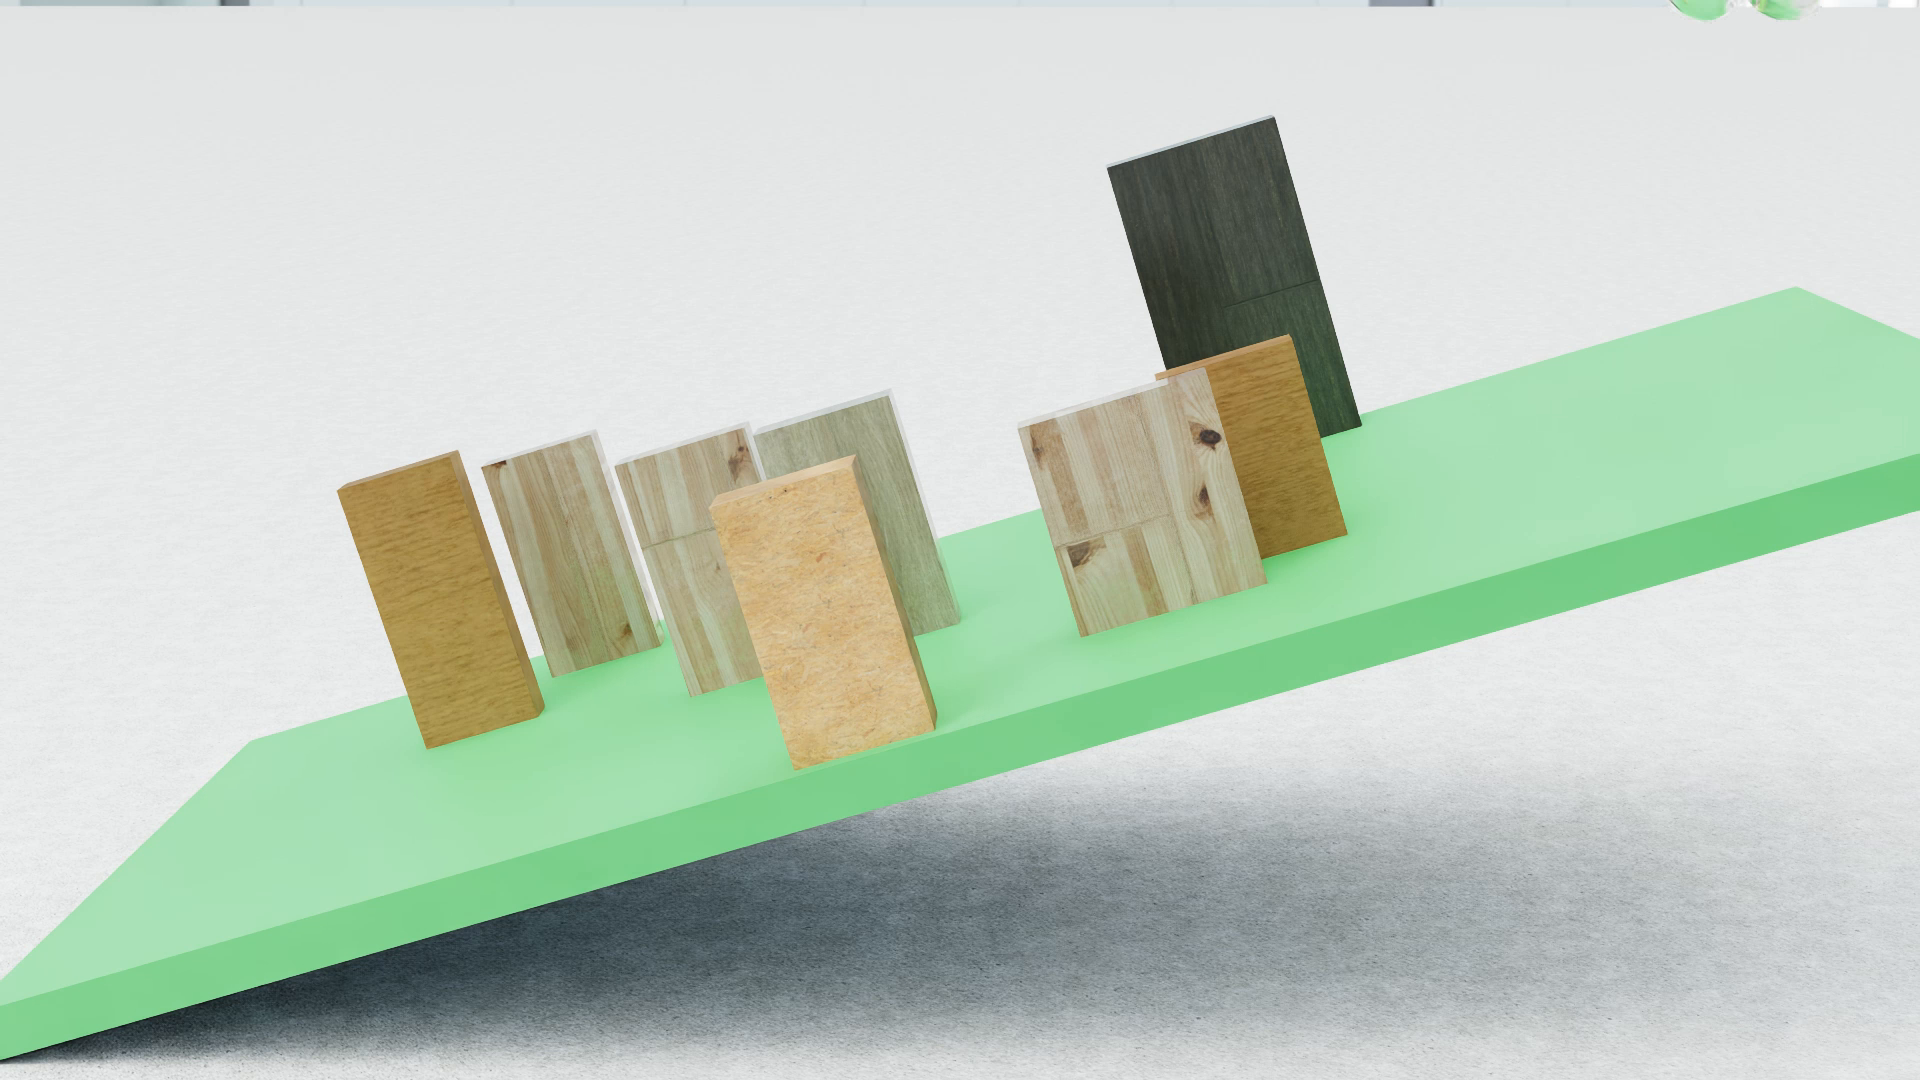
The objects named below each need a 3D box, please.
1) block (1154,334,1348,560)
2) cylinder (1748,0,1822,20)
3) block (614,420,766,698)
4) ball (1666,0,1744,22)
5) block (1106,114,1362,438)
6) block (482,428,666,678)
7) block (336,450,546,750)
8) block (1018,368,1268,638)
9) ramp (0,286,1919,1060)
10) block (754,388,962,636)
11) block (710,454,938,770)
[{"bbox_3d":[0.589,-0.174,5.957,0.283,0.412,0.095,-16,10,5],"label":"block"},{"bbox_3d":[1.759,-1.219,6.201,0.174,0.174,0.174,-2,-32,-8],"label":"cylinder"},{"bbox_3d":[-0.516,0.041,6.317,0.292,0.527,0.093,-16,10,5],"label":"block"},{"bbox_3d":[1.437,-1.087,5.662,0.176,0.176,0.176,0,11,0],"label":"ball"},{"bbox_3d":[0.657,-0.587,7.054,0.412,0.768,0.110,-16,10,5],"label":"block"},{"bbox_3d":[-0.921,0.032,7.027,0.274,0.534,0.090,-16,10,5],"label":"block"},{"bbox_3d":[-1.167,0.135,6.631,0.267,0.621,0.098,-16,10,5],"label":"block"},{"bbox_3d":[0.356,-0.073,5.745,0.380,0.432,0.087,-16,10,5],"label":"block"},{"bbox_3d":[0.094,0.185,6.316,4.000,0.100,2.000,-16,10,5],"label":"ramp"},{"bbox_3d":[-0.216,-0.031,6.254,0.299,0.510,0.107,-16,10,5],"label":"block"},{"bbox_3d":[-0.248,0.133,5.411,0.270,0.513,0.131,-16,10,5],"label":"block"}]
